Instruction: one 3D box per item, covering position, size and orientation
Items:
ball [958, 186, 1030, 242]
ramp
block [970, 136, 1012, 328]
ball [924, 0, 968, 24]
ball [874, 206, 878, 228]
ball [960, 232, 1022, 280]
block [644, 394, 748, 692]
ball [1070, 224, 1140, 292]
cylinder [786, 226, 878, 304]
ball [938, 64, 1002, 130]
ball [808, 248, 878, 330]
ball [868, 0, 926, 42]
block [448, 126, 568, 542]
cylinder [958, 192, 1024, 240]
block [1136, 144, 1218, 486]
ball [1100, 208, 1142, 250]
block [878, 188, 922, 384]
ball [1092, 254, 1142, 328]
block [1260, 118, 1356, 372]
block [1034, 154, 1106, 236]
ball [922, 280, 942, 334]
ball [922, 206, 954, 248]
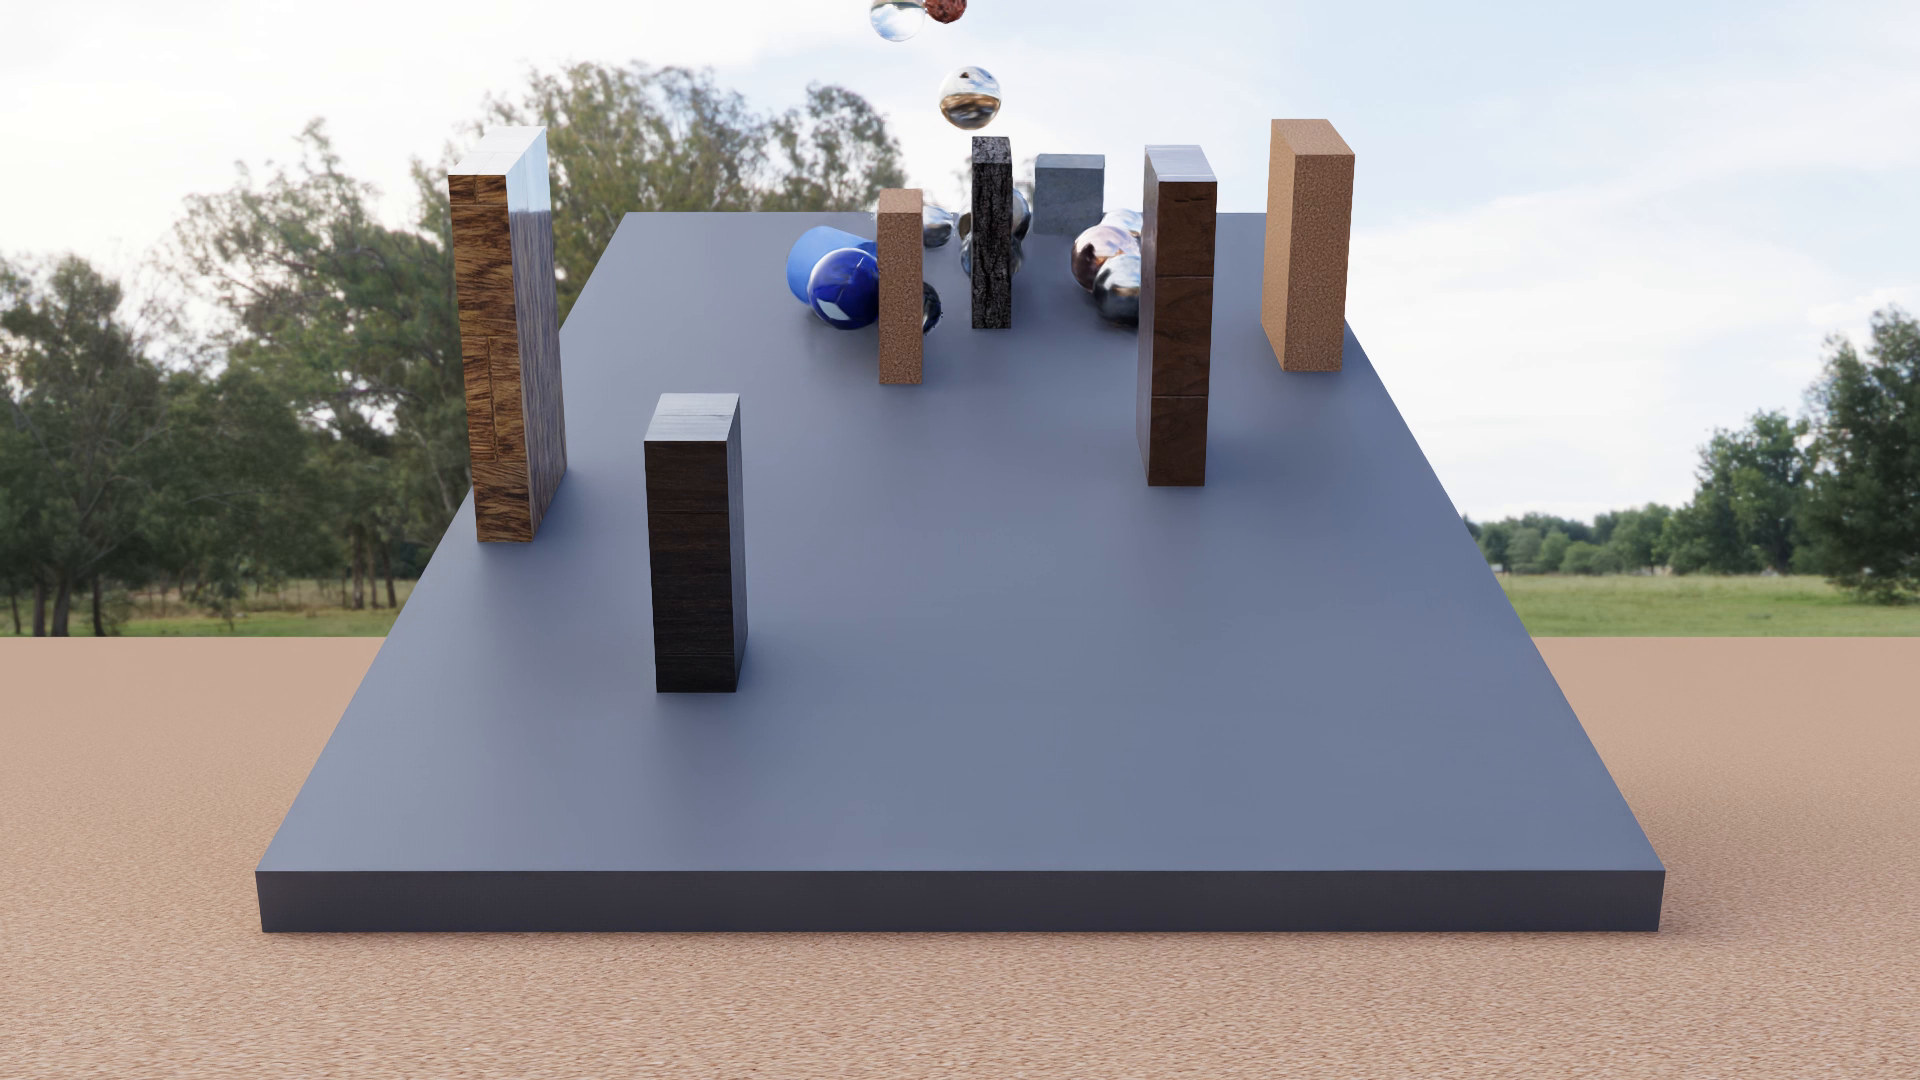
[{"bbox_3d":[0.097,-0.911,6.468,0.204,0.204,0.204,0,-2,0],"label":"ball"},{"bbox_3d":[-0.006,-0.218,5.123,2.000,0.100,4.000,0,22,0],"label":"ramp"},{"bbox_3d":[0.080,-0.792,5.867,0.099,0.423,0.329,0,22,0],"label":"block"},{"bbox_3d":[-0.040,-1.528,6.500,0.121,0.121,0.121,0,-2,0],"label":"ball"},{"bbox_3d":[-0.182,-0.933,6.612,0.133,0.133,0.133,0,-2,0],"label":"ball"},{"bbox_3d":[0.085,-0.764,6.145,0.168,0.168,0.168,0,-2,0],"label":"ball"},{"bbox_3d":[-0.437,0.003,3.823,0.131,0.441,0.244,0,22,0],"label":"block"},{"bbox_3d":[0.385,-0.742,6.062,0.187,0.187,0.187,0,-2,0],"label":"ball"},{"bbox_3d":[-0.301,-0.683,5.882,0.208,0.208,0.208,2,16,-40],"label":"cylinder"},{"bbox_3d":[0.029,-1.280,6.625,0.186,0.186,0.186,0,-2,0],"label":"ball"},{"bbox_3d":[-0.271,-0.612,5.595,0.201,0.201,0.201,0,-2,0],"label":"ball"},{"bbox_3d":[-0.176,-1.482,6.431,0.162,0.162,0.162,0,-2,0],"label":"ball"},{"bbox_3d":[-0.879,-0.410,4.492,0.105,0.718,0.439,0,22,0],"label":"block"},{"bbox_3d":[0.085,-0.877,6.273,0.135,0.135,0.135,-2,38,38],"label":"cylinder"},{"bbox_3d":[0.446,-0.471,4.763,0.116,0.636,0.350,0,22,0],"label":"block"},{"bbox_3d":[0.458,-0.864,6.439,0.139,0.139,0.139,0,-2,0],"label":"ball"},{"bbox_3d":[-0.139,-0.601,5.402,0.099,0.408,0.245,0,22,0],"label":"block"},{"bbox_3d":[0.428,-0.630,5.779,0.186,0.186,0.186,0,-2,0],"label":"ball"},{"bbox_3d":[0.839,-0.722,5.559,0.138,0.521,0.423,0,22,0],"label":"block"},{"bbox_3d":[0.323,-1.020,6.754,0.199,0.199,0.199,2,22,5],"label":"block"},{"bbox_3d":[-0.117,-0.579,5.707,0.143,0.143,0.143,0,-2,0],"label":"ball"},{"bbox_3d":[-0.081,-0.893,6.530,0.124,0.124,0.124,0,-2,0],"label":"ball"}]
